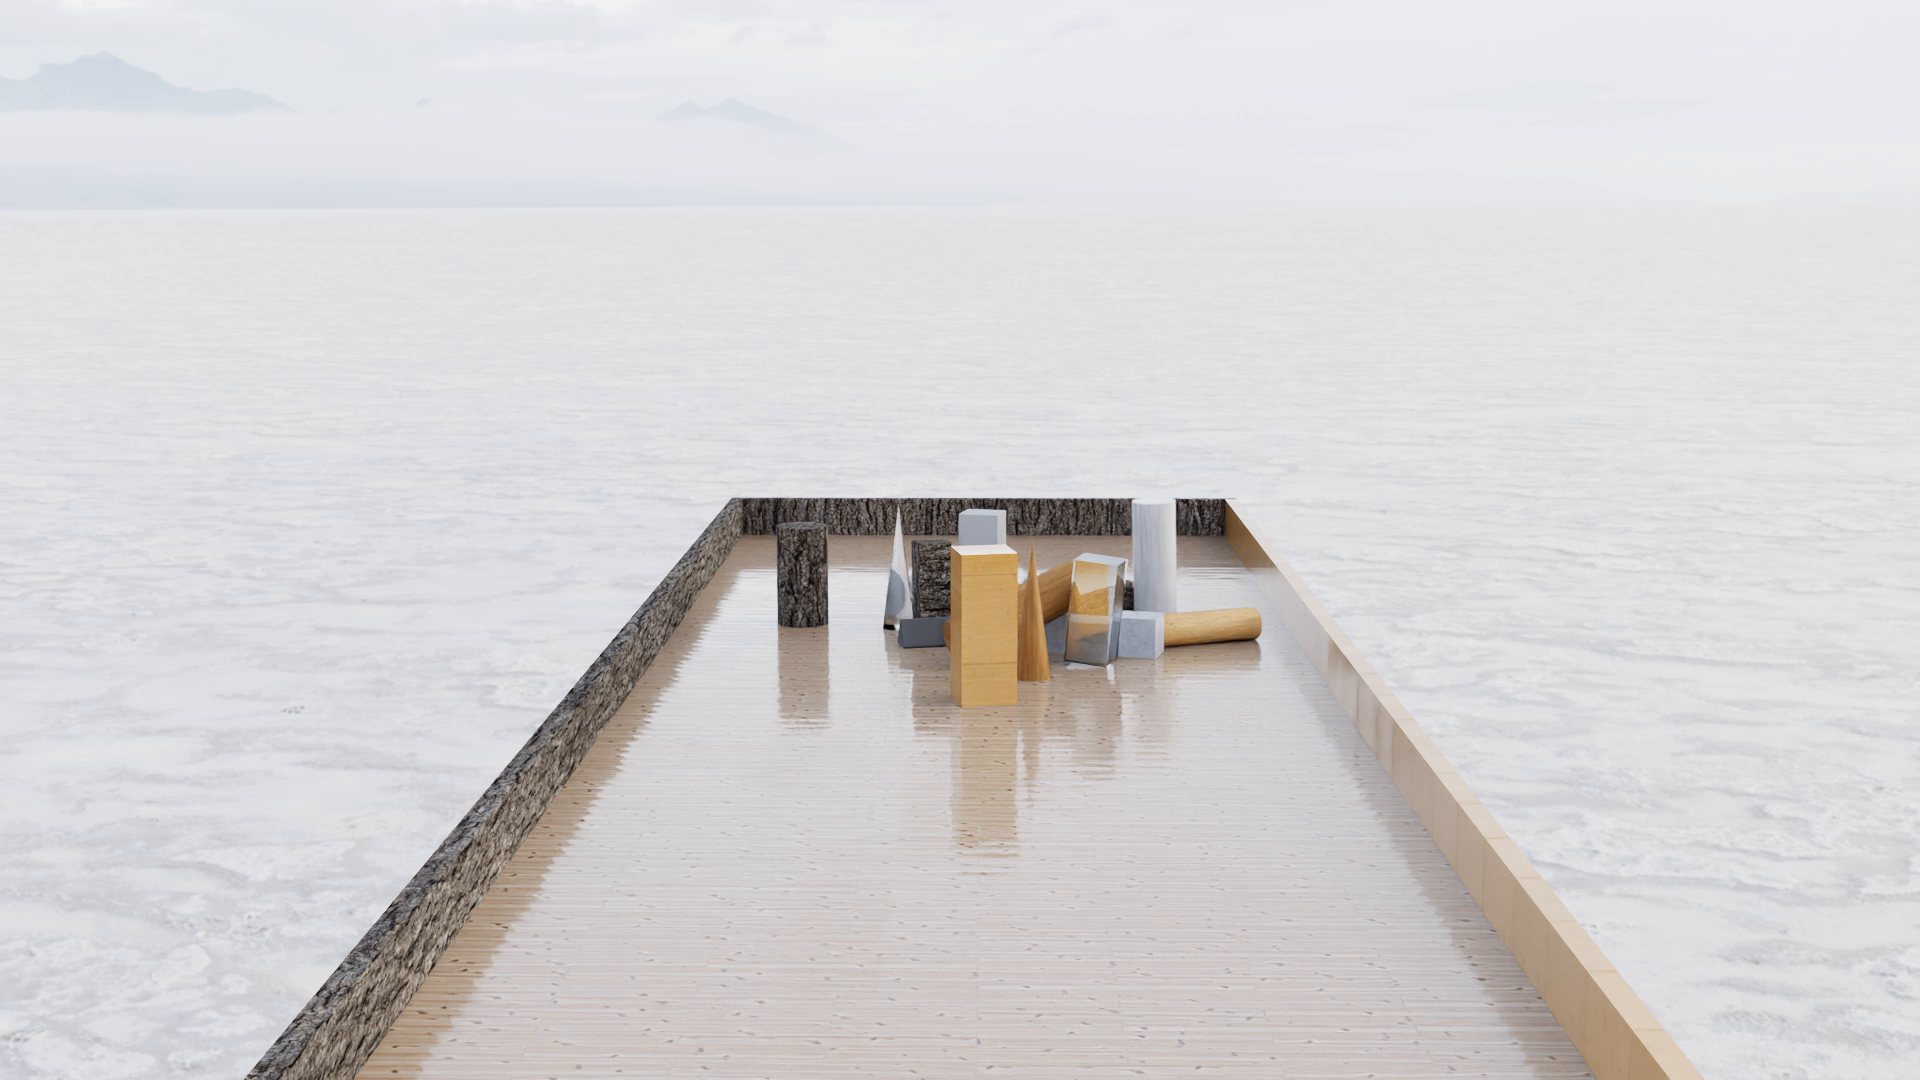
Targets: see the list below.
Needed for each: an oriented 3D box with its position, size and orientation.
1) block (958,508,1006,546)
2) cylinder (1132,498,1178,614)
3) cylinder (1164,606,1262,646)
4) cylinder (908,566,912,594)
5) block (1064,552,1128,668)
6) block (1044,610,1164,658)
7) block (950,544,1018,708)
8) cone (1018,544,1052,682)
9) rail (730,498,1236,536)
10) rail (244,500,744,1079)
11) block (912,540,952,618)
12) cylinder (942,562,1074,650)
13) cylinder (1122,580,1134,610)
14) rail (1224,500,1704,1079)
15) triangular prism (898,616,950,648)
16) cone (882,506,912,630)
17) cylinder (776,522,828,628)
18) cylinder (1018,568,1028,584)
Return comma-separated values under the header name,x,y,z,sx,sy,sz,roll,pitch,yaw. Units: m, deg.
name,x,y,z,sx,sy,sz,roll,pitch,yaw
block,0.074,0.095,7.208,0.129,0.376,0.129,2,9,13
cylinder,0.638,0.075,7.206,0.143,0.411,0.143,-2,9,0
cylinder,0.763,0.275,6.947,0.378,0.102,0.102,-4,10,-21
cylinder,-0.133,0.165,7.477,0.153,0.153,0.357,1,9,8
block,0.410,0.211,6.645,0.135,0.312,0.135,8,11,16
block,0.404,0.284,6.830,0.441,0.121,0.121,3,9,17
block,0.066,0.238,6.148,0.158,0.426,0.158,-2,9,-11
cone,0.212,0.203,6.435,0.113,0.404,0.113,0,9,0
rail,0.099,-0.098,9.147,2.100,0.150,0.050,0,9,1
rail,-1.004,0.839,3.234,0.050,0.150,12.000,0,9,1
block,-0.089,0.156,7.027,0.105,0.305,0.105,-2,5,-14
cylinder,0.172,0.221,6.698,0.450,0.145,0.145,-26,20,-25
cylinder,0.429,0.225,7.175,0.129,0.129,0.448,6,11,33
rail,1.046,0.843,3.208,0.050,0.150,12.000,0,9,1
triangular prism,-0.031,0.283,6.943,0.320,0.083,0.096,-2,9,-14
cone,-0.199,0.084,7.173,0.107,0.409,0.107,0,9,0
cylinder,-0.519,0.113,7.256,0.169,0.326,0.169,0,9,0
cylinder,0.153,0.180,7.490,0.120,0.120,0.374,2,9,10
